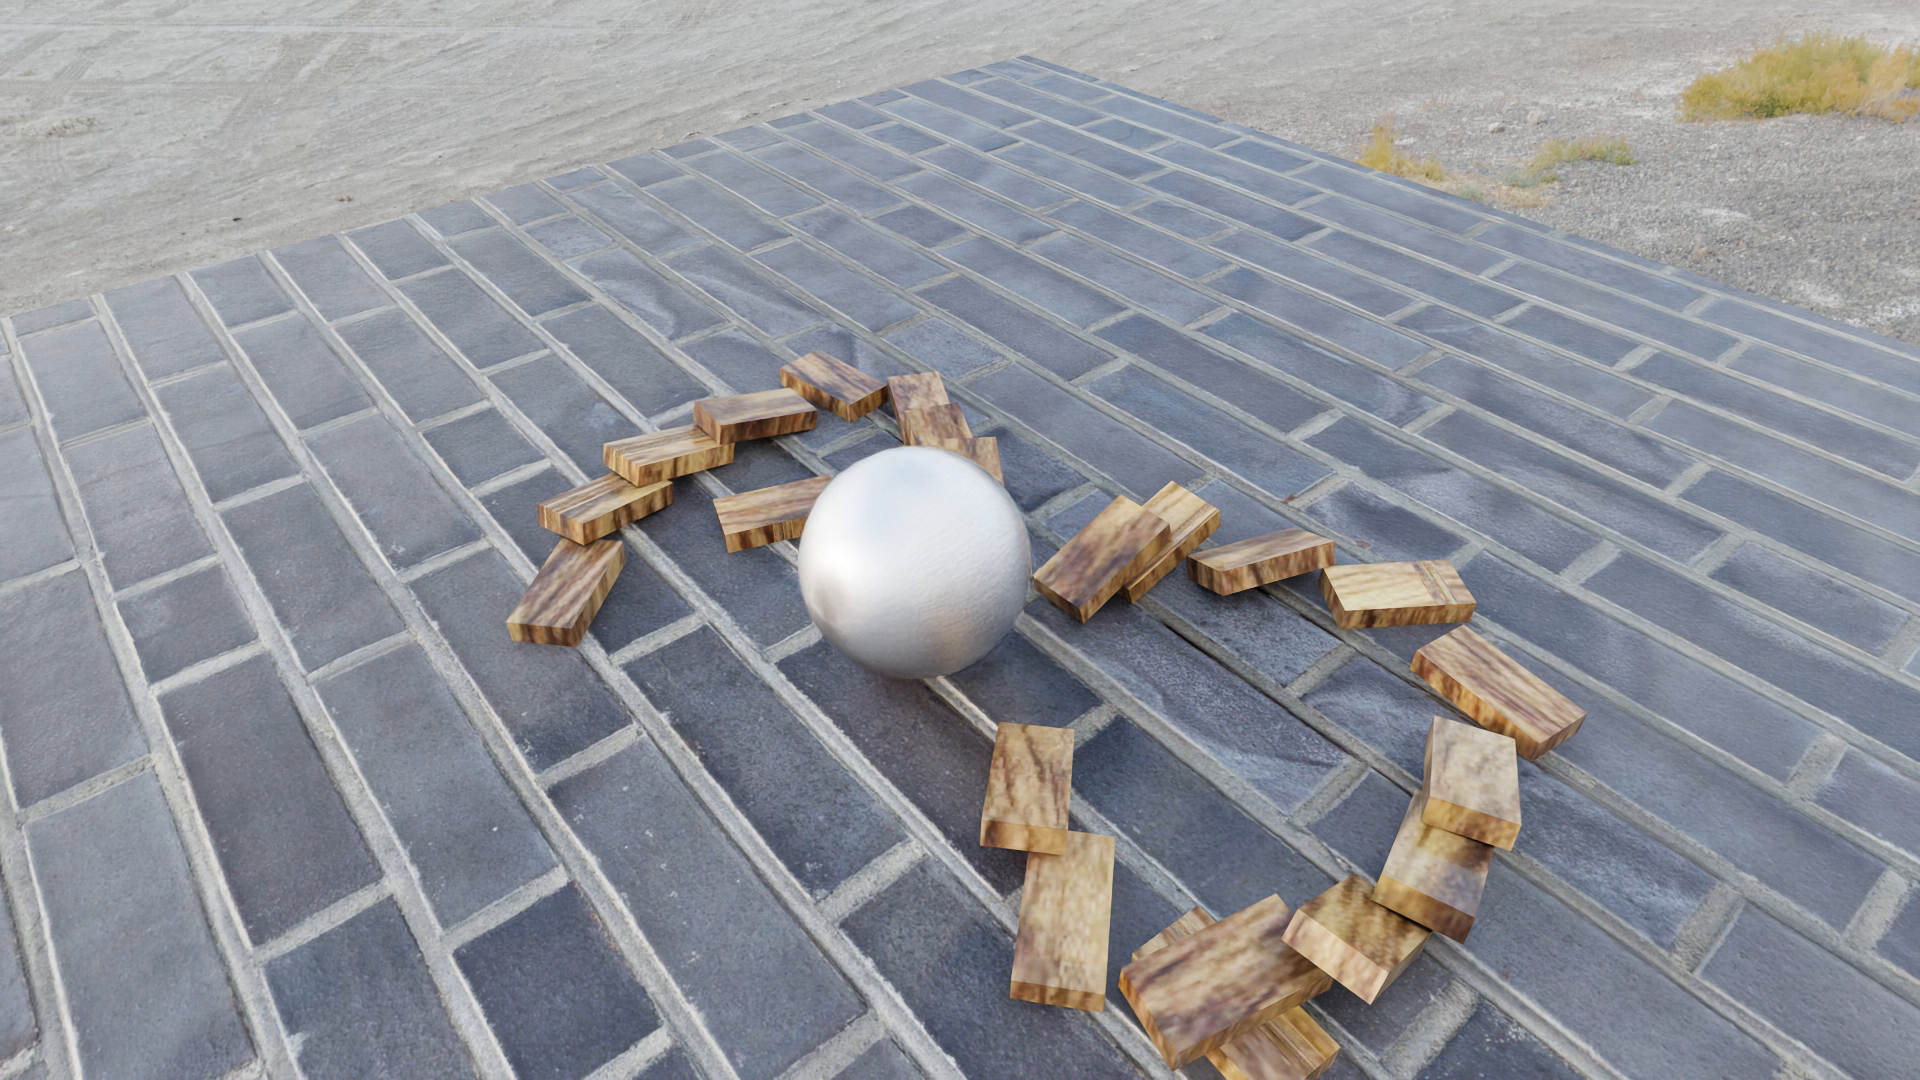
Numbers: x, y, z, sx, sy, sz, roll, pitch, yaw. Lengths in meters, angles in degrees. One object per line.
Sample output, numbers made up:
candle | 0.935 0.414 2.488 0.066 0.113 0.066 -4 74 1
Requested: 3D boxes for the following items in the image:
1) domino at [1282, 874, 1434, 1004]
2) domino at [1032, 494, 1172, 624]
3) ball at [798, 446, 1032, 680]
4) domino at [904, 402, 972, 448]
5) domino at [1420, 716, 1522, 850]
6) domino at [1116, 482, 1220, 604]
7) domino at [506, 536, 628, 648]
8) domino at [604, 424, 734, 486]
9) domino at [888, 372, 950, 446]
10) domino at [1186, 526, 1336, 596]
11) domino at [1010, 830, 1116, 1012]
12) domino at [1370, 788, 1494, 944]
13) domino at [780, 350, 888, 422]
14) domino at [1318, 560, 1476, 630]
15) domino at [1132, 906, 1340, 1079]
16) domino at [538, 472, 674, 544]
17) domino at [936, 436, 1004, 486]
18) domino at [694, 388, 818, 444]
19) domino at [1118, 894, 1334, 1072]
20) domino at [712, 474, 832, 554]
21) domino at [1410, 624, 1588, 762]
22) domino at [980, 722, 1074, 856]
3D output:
domino | 0.107 0.105 0.294 0.025 0.010 0.050 32 14 33
domino | 0.054 0.007 0.420 0.050 0.009 0.025 -41 52 -18
ball | -0.015 0.008 0.378 0.080 0.080 0.080 0 39 0
domino | -0.006 -0.038 0.481 0.025 0.010 0.050 -11 53 -13
domino | 0.159 0.074 0.342 0.025 0.010 0.050 16 26 18
domino | 0.076 0.000 0.432 0.050 0.009 0.025 -39 51 -16
domino | -0.149 0.019 0.420 0.025 0.009 0.050 5 40 6
domino | -0.126 -0.038 0.480 0.025 0.010 0.050 29 33 31
domino | -0.018 -0.061 0.518 0.025 0.009 0.050 -8 40 -9
domino | 0.116 0.008 0.427 0.050 0.009 0.025 -14 18 -16
domino | 0.030 0.107 0.313 0.025 0.010 0.050 6 40 7
domino | 0.139 0.093 0.319 0.025 0.010 0.050 22 28 25
domino | -0.062 -0.076 0.536 0.050 0.010 0.025 30 48 32
domino | 0.166 0.020 0.418 0.050 0.009 0.025 -3 39 -4
domino | 0.072 0.124 0.292 0.025 0.010 0.050 -25 45 -27
domino | -0.145 -0.015 0.454 0.025 0.010 0.050 21 31 23
domino | 0.005 -0.020 0.456 0.025 0.009 0.050 -3 56 -8
domino | -0.094 -0.057 0.505 0.050 0.009 0.025 -15 40 -37
domino | 0.070 0.115 0.288 0.050 0.010 0.025 -17 42 -20
domino | -0.075 -0.011 0.457 0.050 0.010 0.025 -14 41 -16
domino | 0.185 0.052 0.380 0.025 0.009 0.050 -21 44 -24
domino | 0.022 0.076 0.341 0.025 0.010 0.050 5 25 6
